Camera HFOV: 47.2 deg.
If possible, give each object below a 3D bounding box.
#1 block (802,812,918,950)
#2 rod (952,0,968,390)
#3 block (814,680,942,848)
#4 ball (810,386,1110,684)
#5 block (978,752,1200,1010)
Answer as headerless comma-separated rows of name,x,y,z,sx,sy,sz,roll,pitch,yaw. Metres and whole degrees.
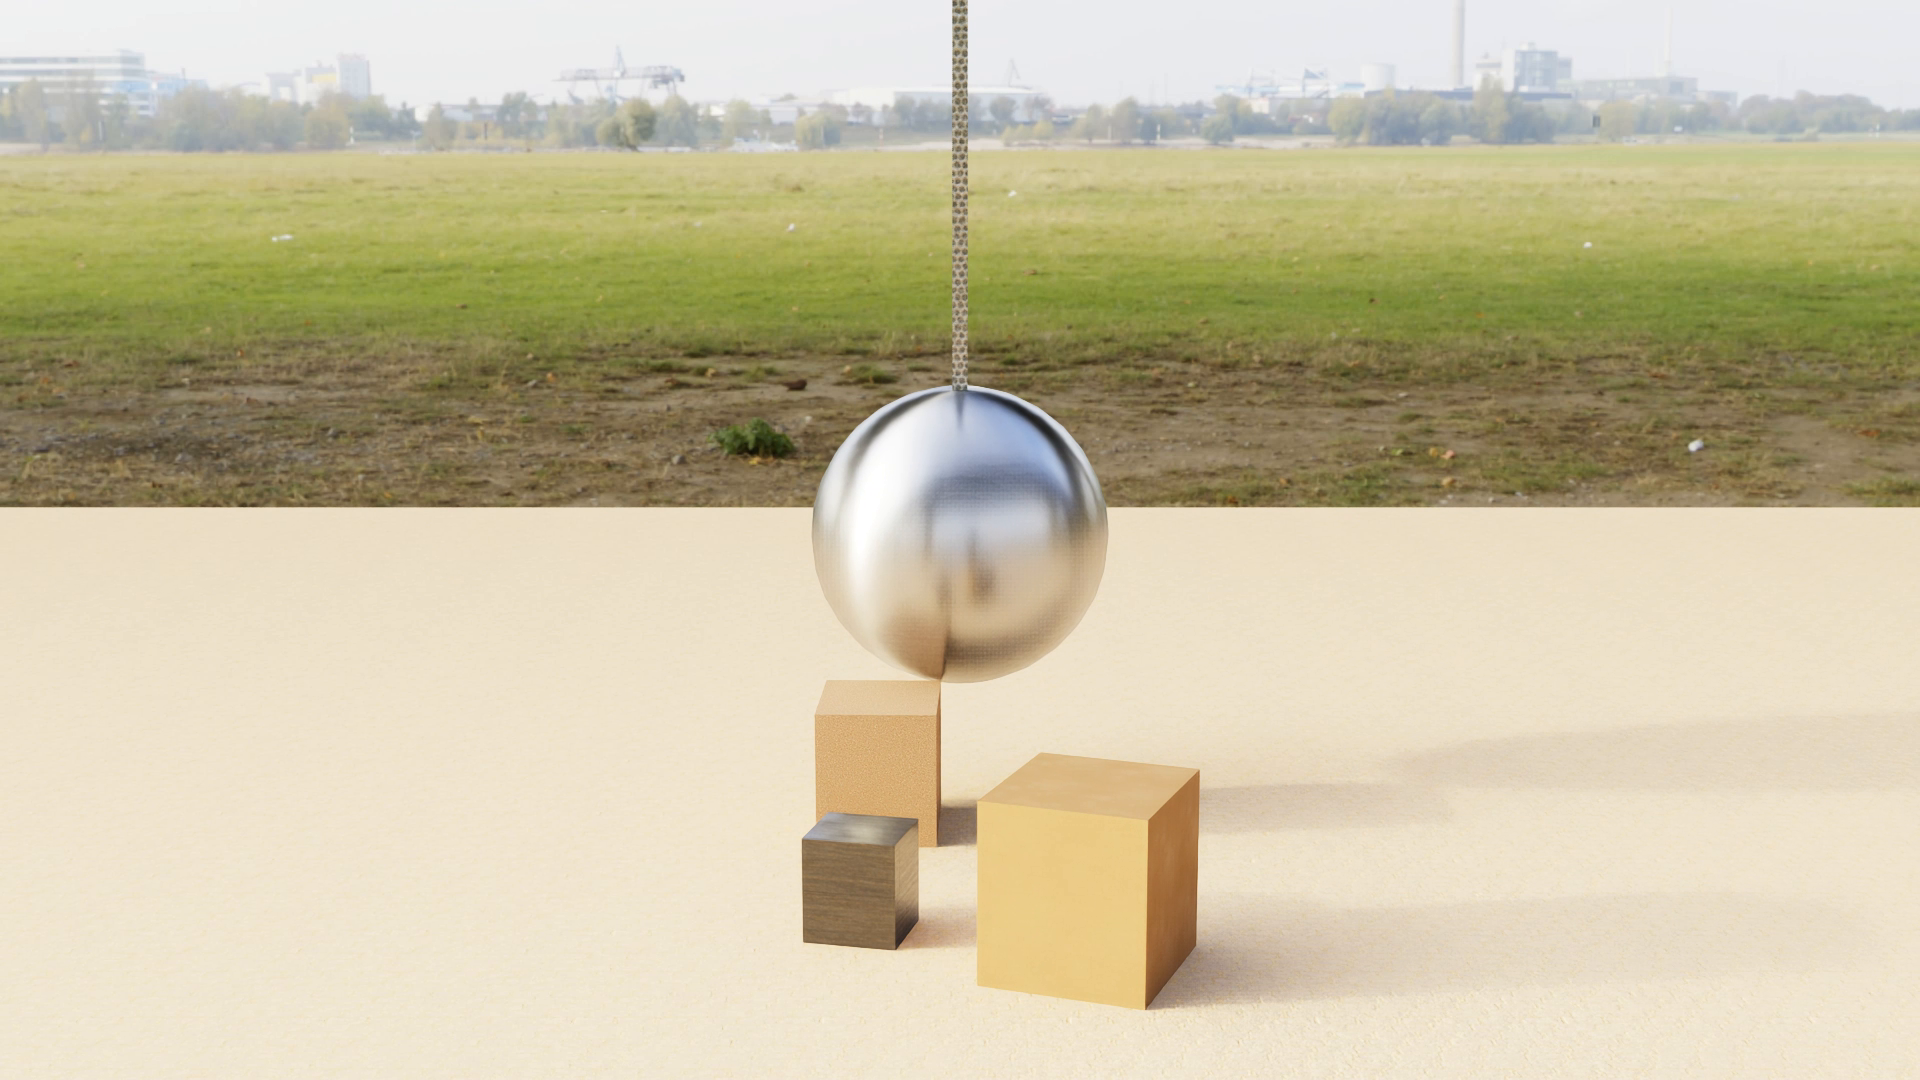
block,-0.442,1.523,9.849,0.426,0.480,0.405,3,11,14
rod,0.000,-3.294,10.858,0.080,5.200,0.080,0,16,0
block,-0.412,1.144,11.355,0.606,0.686,0.713,0,10,1
ball,0.000,-0.030,11.812,1.600,1.600,1.600,0,10,0
block,0.558,1.436,9.410,0.735,0.808,0.792,4,11,21
